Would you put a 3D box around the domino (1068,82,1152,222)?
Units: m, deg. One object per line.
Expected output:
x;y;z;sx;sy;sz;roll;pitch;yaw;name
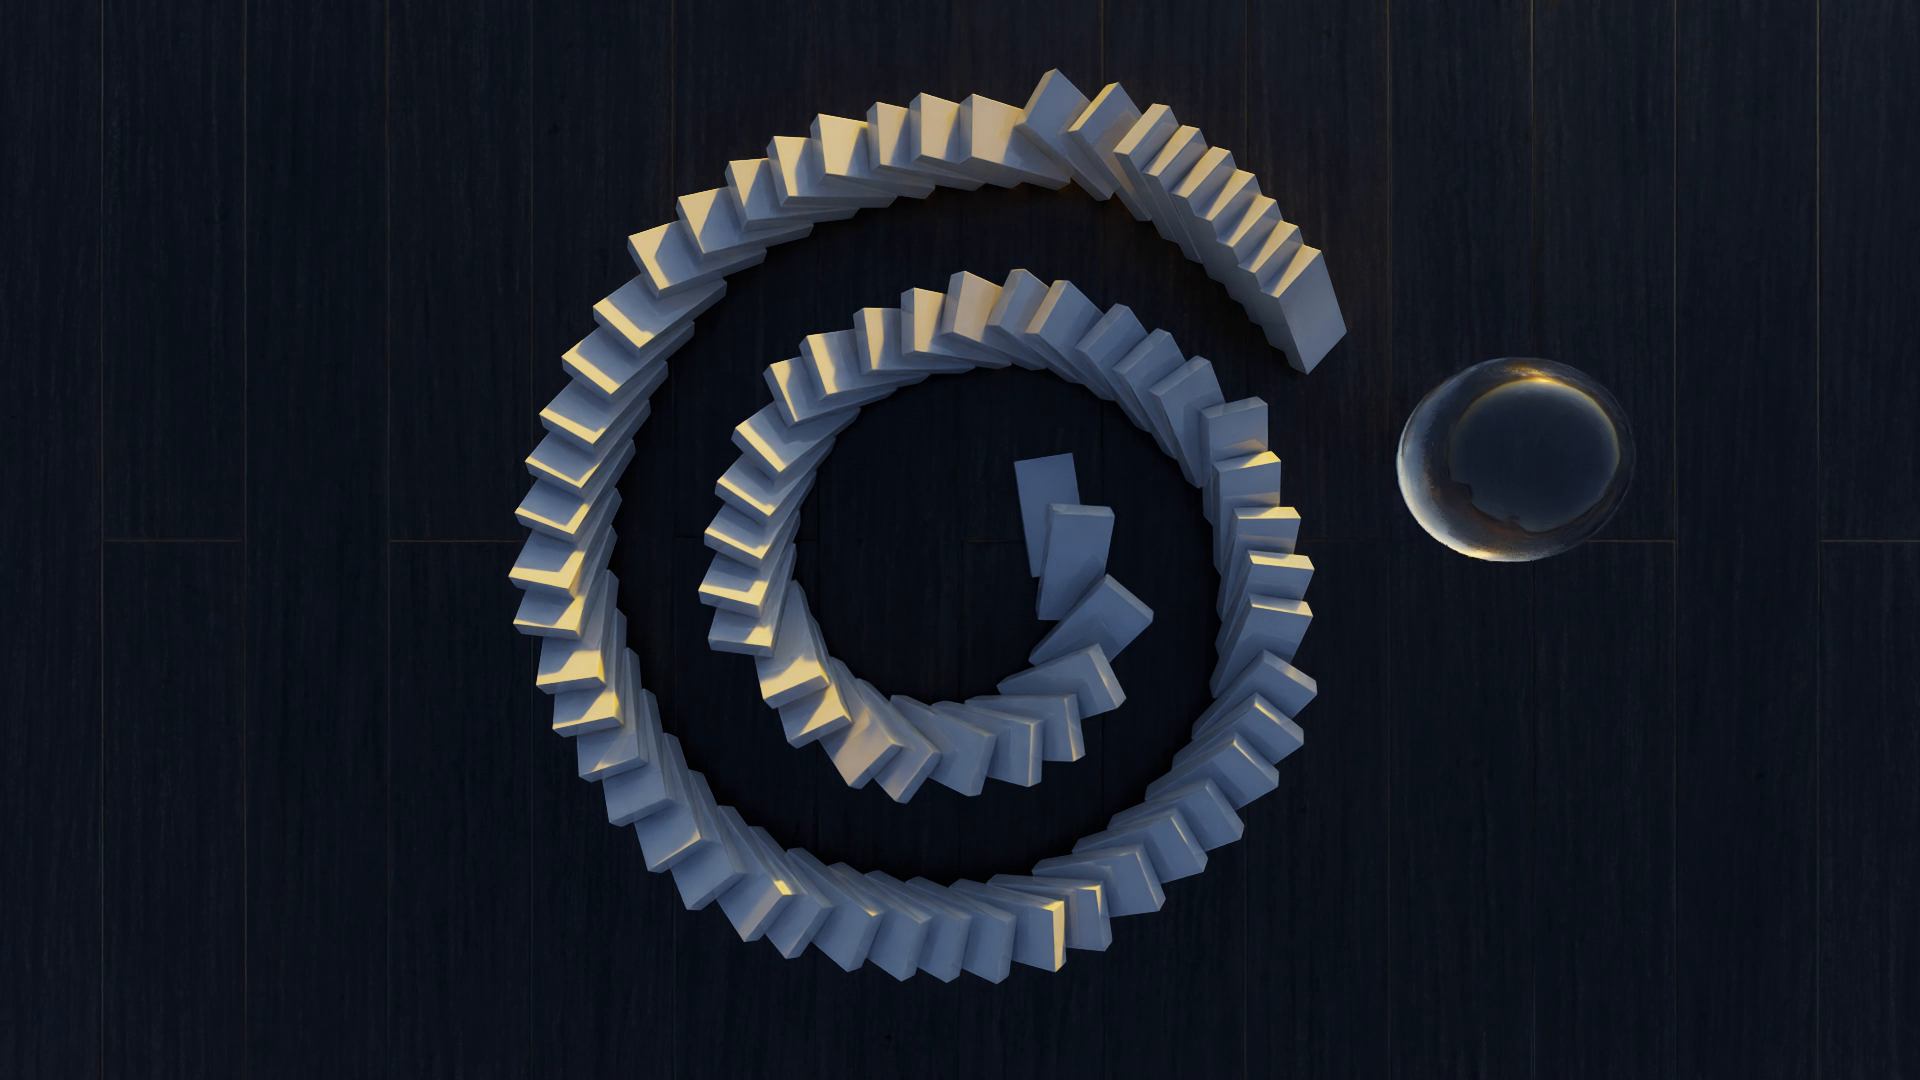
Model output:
0.071;-0.161;0.384;0.050;0.009;0.025;40;90;-29;domino

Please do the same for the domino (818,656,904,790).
-0.048;0.075;0.382;0.025;0.009;0.050;-45;57;4;domino

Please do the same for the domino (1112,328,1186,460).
0.086;-0.060;0.382;0.025;0.010;0.050;-42;124;-1;domino

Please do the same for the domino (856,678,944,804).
-0.033;0.083;0.382;0.050;0.009;0.025;37;90;33;domino

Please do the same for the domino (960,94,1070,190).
0.024;-0.165;0.383;0.050;0.010;0.025;1;90;-32;domino

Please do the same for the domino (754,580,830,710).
-0.073;0.043;0.381;0.025;0.010;0.050;-23;53;0;domino

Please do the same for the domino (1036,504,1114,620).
0.048;0.010;0.383;0.025;0.010;0.050;3;116;-6;domino

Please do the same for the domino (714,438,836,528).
-0.076;-0.031;0.382;0.025;0.009;0.050;34;55;0;domino

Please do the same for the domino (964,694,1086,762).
0.026;0.078;0.381;0.050;0.009;0.025;-9;90;37;domino

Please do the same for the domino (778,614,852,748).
-0.065;0.058;0.383;0.025;0.009;0.050;-25;57;0;domino

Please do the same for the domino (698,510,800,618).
-0.086;0.006;0.381;0.025;0.010;0.050;14;54;3;domino

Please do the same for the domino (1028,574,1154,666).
0.054;0.040;0.384;0.025;0.009;0.050;39;116;-4;domino

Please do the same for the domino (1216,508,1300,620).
0.124;0.011;0.384;0.025;0.009;0.050;0;120;0;domino

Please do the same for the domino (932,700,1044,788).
0.010;0.084;0.381;0.050;0.009;0.025;4;94;36;domino

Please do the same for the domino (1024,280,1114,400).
0.052;-0.082;0.381;0.050;0.010;0.025;33;85;-34;domino

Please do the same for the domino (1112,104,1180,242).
0.085;-0.151;0.379;0.025;0.010;0.050;-50;134;0;domino

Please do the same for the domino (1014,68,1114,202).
0.049;-0.169;0.384;0.050;0.009;0.025;30;90;-29;domino

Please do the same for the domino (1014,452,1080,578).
0.039;-0.011;0.395;0.025;0.010;0.050;-9;90;0;domino

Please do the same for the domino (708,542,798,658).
-0.086;0.023;0.382;0.025;0.010;0.050;7;55;0;domino

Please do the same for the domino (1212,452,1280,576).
0.120;-0.010;0.383;0.025;0.010;0.050;-10;120;0;domino

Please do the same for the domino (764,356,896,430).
-0.054;-0.066;0.383;0.050;0.010;0.025;-24;90;-32;domino

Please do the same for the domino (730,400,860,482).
-0.068;-0.048;0.382;0.025;0.009;0.050;45;56;1;domino

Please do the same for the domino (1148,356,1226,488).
0.099;-0.049;0.382;0.025;0.010;0.050;-35;123;-3;domino

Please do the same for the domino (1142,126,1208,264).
0.096;-0.142;0.379;0.025;0.009;0.050;-48;135;0;domino

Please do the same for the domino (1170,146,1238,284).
0.107;-0.133;0.379;0.025;0.050;0.009;-47;46;0;domino

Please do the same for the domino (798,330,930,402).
-0.039;-0.075;0.382;0.050;0.010;0.025;-17;86;-33;domino

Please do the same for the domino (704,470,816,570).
-0.082;-0.014;0.382;0.025;0.009;0.050;25;55;0;domino

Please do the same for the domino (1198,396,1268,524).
0.114;-0.032;0.382;0.025;0.009;0.050;-14;120;-4;domino

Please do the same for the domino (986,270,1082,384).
0.036;-0.088;0.381;0.050;0.009;0.025;26;87;-35;domino

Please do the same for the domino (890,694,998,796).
-0.010;0.085;0.382;0.050;0.009;0.025;16;90;35;domino

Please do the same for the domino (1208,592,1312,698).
0.124;0.046;0.382;0.025;0.009;0.050;9;123;-3;domino

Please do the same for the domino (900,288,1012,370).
-0.001;-0.087;0.381;0.050;0.010;0.025;0;89;-37;domino

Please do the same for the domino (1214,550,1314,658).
0.126;0.029;0.382;0.025;0.010;0.050;6;123;-3;domino

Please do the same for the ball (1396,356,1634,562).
0.215;-0.031;0.360;0.080;0.080;0.080;0;90;0;ball

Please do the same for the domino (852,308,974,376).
-0.019;-0.083;0.382;0.050;0.009;0.025;-8;90;-33;domino

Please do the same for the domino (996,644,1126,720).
0.041;0.063;0.381;0.050;0.010;0.025;-27;90;38;domino

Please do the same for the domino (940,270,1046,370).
0.016;-0.090;0.381;0.050;0.010;0.025;13;86;-36;domino

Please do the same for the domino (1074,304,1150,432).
0.072;-0.071;0.382;0.025;0.009;0.050;-47;123;0;domino
